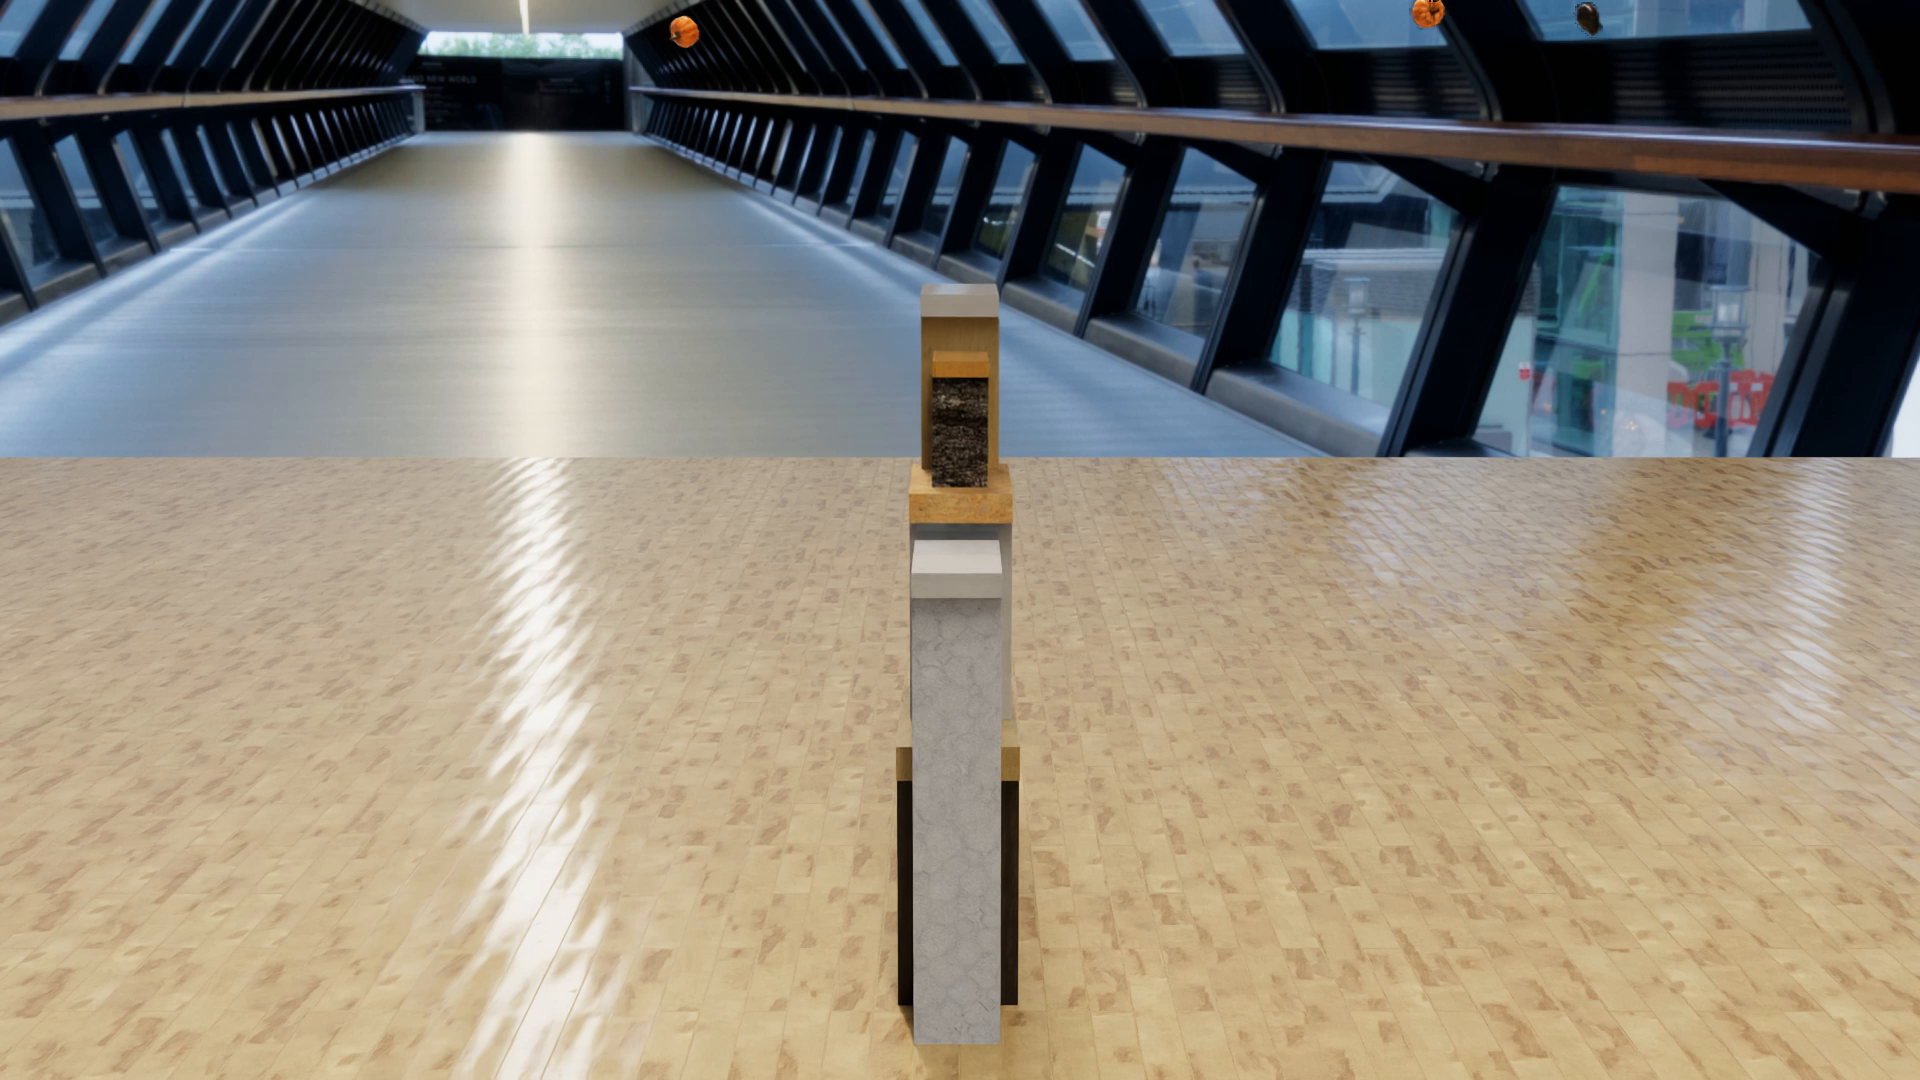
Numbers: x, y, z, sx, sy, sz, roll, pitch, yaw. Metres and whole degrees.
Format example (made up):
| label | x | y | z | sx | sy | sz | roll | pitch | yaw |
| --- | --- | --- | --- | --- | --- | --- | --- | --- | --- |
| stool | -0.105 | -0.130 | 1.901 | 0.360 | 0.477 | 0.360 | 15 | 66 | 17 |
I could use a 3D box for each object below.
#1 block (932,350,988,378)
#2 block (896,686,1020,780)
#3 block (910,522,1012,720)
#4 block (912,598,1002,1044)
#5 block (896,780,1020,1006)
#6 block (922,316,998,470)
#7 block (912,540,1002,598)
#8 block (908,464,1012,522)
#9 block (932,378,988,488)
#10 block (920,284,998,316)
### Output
| label | x | y | z | sx | sy | sz | roll | pitch | yaw |
| --- | --- | --- | --- | --- | --- | --- | --- | --- | --- |
| block | 0.001 | -0.260 | 3.247 | 0.081 | 0.023 | 0.162 | 0 | 10 | 0 |
| block | -0.003 | 0.284 | 3.270 | 0.175 | 0.049 | 0.349 | 0 | 11 | 0 |
| block | 0.001 | 0.114 | 3.234 | 0.149 | 0.298 | 0.042 | 0 | 10 | 0 |
| block | -0.004 | 0.385 | 3.022 | 0.121 | 0.640 | 0.034 | 0 | 11 | 0 |
| block | -0.003 | 0.501 | 3.192 | 0.175 | 0.349 | 0.049 | 0 | 11 | 0 |
| block | 0.000 | -0.228 | 3.378 | 0.118 | 0.237 | 0.034 | 0 | 11 | 0 |
| block | -0.004 | 0.039 | 3.040 | 0.121 | 0.034 | 0.241 | 0 | 11 | 0 |
| block | 0.001 | -0.072 | 3.302 | 0.149 | 0.042 | 0.298 | 0 | 10 | 0 |
| block | 0.000 | -0.159 | 3.210 | 0.081 | 0.162 | 0.023 | 0 | 10 | 0 |
| block | -0.001 | -0.375 | 3.429 | 0.118 | 0.034 | 0.237 | 0 | 11 | 0 |
